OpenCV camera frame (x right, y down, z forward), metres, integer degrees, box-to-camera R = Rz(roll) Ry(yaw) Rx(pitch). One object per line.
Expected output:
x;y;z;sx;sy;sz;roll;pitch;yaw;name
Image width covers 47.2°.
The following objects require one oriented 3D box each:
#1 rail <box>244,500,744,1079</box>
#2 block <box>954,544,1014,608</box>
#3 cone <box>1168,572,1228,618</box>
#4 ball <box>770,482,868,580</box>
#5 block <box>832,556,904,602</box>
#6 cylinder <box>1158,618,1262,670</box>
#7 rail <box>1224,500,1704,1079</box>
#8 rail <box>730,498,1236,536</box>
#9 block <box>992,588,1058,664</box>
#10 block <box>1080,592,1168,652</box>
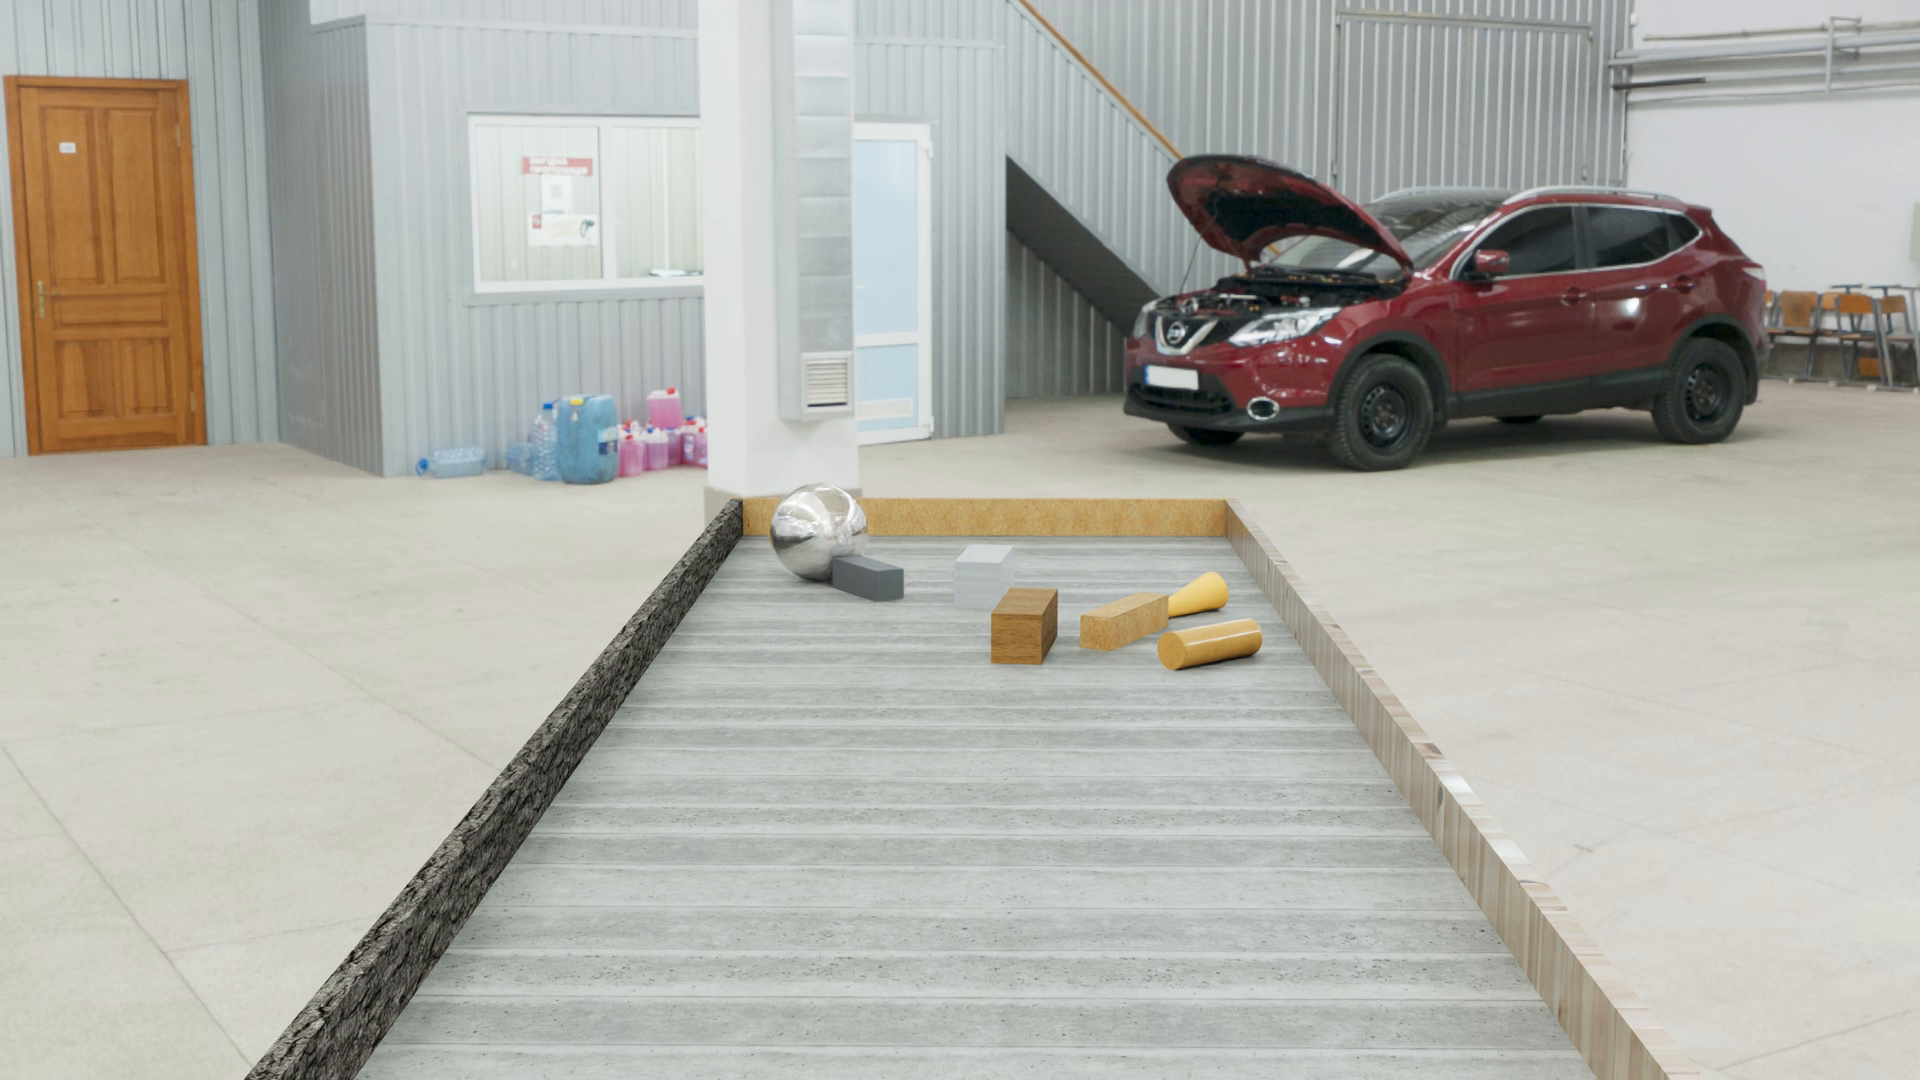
-1.004;0.839;3.234;0.050;0.150;12.000;0;9;1;rail
0.088;0.125;7.709;0.159;0.159;0.380;1;9;8;block
0.712;0.225;7.380;0.420;0.132;0.132;-19;19;-39;cone
-0.516;-0.030;8.051;0.360;0.360;0.360;0;9;0;ball
-0.326;0.136;7.802;0.109;0.109;0.330;-5;10;-30;block
0.759;0.314;6.665;0.340;0.114;0.114;-8;12;-40;cylinder
1.046;0.843;3.208;0.050;0.150;12.000;0;9;1;rail
0.099;-0.098;9.147;2.100;0.150;0.050;0;9;1;rail
0.204;0.264;6.852;0.153;0.153;0.448;1;9;9;block
0.530;0.258;7.041;0.105;0.105;0.451;5;10;28;block
